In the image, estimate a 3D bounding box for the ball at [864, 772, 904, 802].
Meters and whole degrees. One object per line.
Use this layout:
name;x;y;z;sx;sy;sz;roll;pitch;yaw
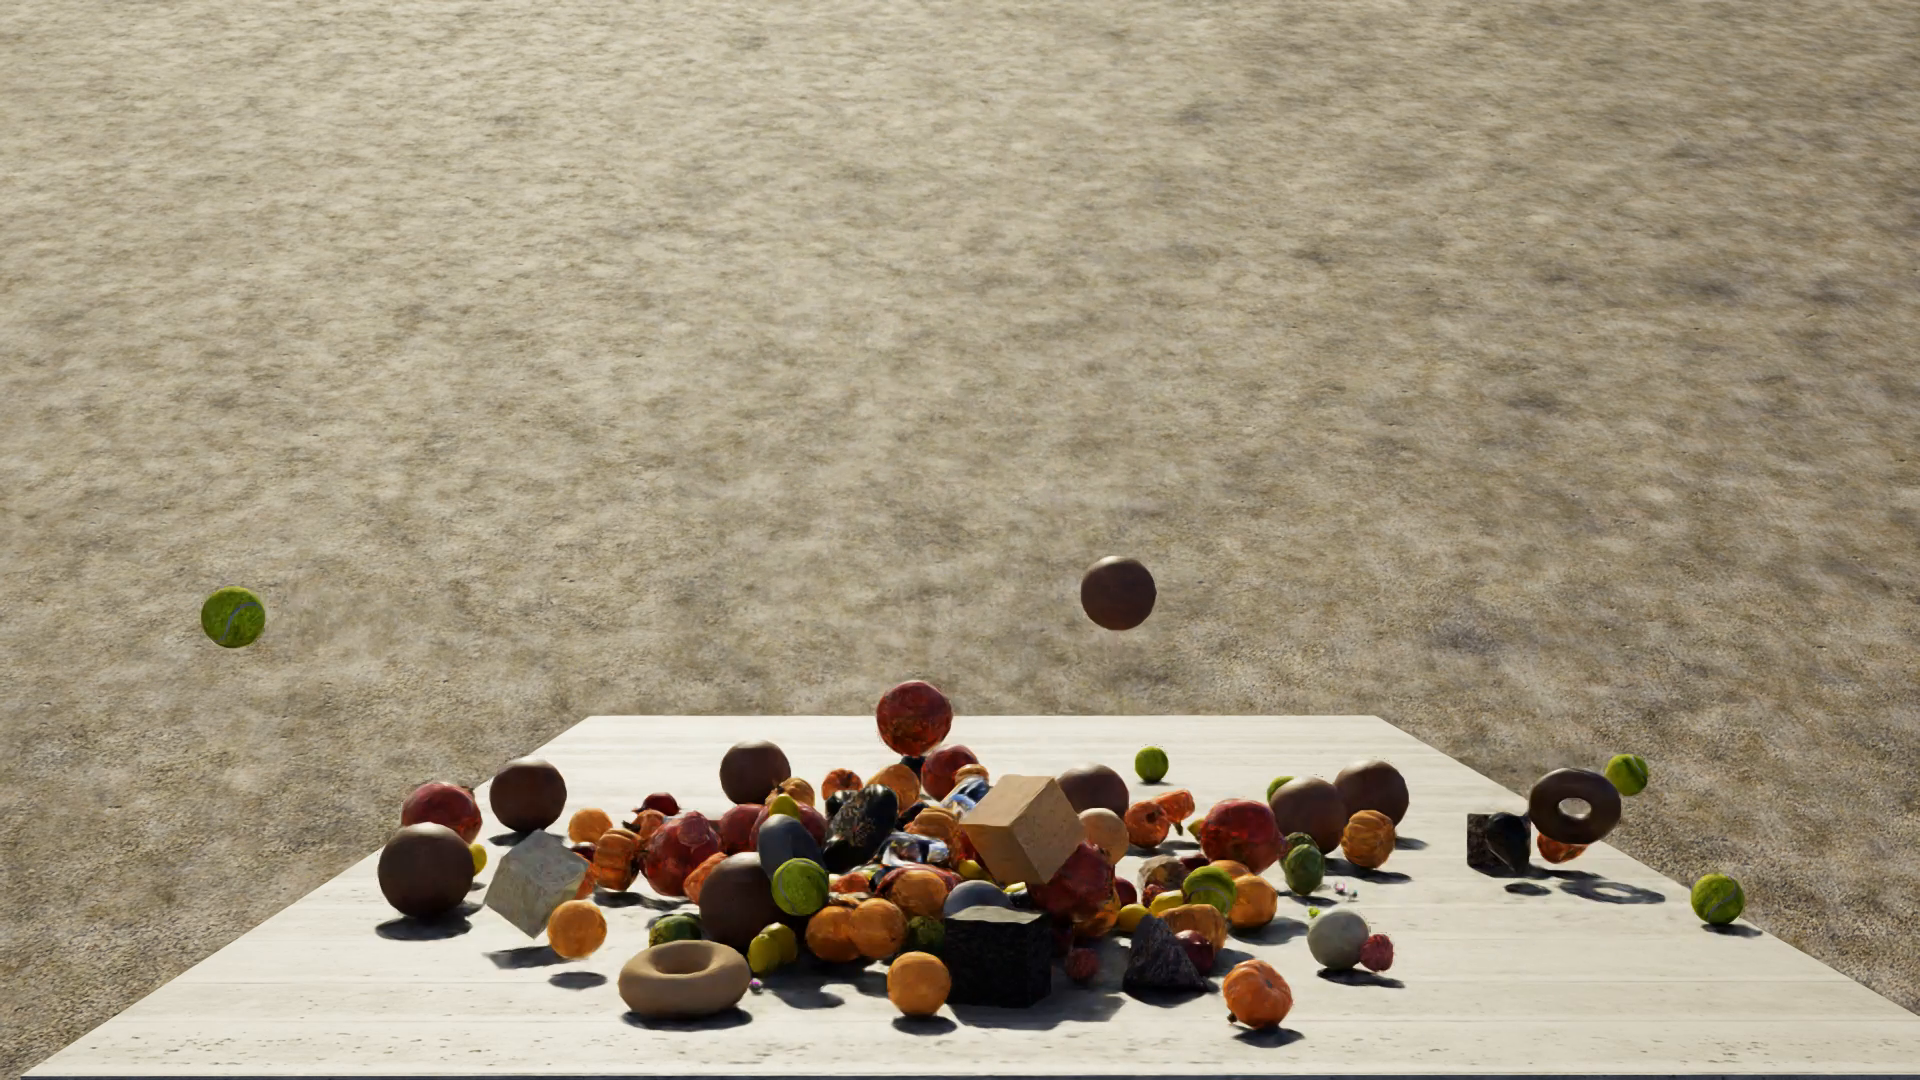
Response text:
ball;-0.138;0.455;4.664;0.070;0.070;0.070;0;26;0

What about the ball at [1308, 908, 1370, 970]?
ball;0.460;0.484;3.136;0.076;0.076;0.076;0;26;0

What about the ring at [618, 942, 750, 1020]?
ring;-0.309;0.494;2.897;0.149;0.050;0.149;-2;14;1

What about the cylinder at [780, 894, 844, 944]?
cylinder;-0.189;0.486;3.316;0.065;0.065;0.065;14;21;-22

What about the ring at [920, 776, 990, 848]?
ring;-0.009;0.413;3.886;0.047;0.141;0.141;42;33;-1

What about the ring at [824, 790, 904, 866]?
ring;-0.137;0.426;3.824;0.147;0.049;0.147;37;11;-8

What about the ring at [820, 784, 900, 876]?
ring;-0.127;0.364;3.249;0.044;0.131;0.131;40;21;-16

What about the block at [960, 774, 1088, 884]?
block;0.079;0.352;3.148;0.092;0.092;0.092;-4;34;50

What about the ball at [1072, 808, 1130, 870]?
ball;0.179;0.387;3.345;0.081;0.081;0.081;0;26;0

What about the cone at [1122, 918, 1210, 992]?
cone;0.253;0.504;3.015;0.092;0.092;0.092;29;36;20

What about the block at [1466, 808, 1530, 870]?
block;0.835;0.462;3.998;0.082;0.082;0.082;0;1;22

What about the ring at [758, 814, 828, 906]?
ring;-0.207;0.397;3.203;0.041;0.122;0.122;-29;20;18

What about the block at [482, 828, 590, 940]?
block;-0.546;0.442;3.323;0.084;0.084;0.084;34;33;10

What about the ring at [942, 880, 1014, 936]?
ring;0.027;0.472;3.160;0.038;0.115;0.115;-31;2;42

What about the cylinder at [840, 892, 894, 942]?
cylinder;-0.122;0.487;3.328;0.062;0.062;0.062;1;26;-11

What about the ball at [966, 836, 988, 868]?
ball;0.053;0.462;3.959;0.086;0.086;0.086;0;26;0

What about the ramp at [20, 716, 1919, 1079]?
ramp;0.060;0.541;4.577;2.000;0.100;4.000;0;1;0

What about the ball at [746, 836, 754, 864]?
ball;-0.344;0.477;3.967;0.056;0.056;0.056;0;26;0

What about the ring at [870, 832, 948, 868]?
ring;-0.074;0.409;3.405;0.118;0.039;0.118;6;-3;0

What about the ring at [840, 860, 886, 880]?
ring;-0.133;0.485;3.894;0.122;0.041;0.122;1;5;0

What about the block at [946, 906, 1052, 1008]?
block;0.045;0.477;2.961;0.097;0.097;0.097;1;2;19

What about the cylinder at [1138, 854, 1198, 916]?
cylinder;0.286;0.476;3.565;0.073;0.073;0.073;-2;1;-5

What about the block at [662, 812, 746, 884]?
block;-0.384;0.461;3.863;0.092;0.092;0.092;-1;1;-32

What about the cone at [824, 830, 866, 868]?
cone;-0.177;0.455;3.702;0.058;0.058;0.058;-35;20;18
